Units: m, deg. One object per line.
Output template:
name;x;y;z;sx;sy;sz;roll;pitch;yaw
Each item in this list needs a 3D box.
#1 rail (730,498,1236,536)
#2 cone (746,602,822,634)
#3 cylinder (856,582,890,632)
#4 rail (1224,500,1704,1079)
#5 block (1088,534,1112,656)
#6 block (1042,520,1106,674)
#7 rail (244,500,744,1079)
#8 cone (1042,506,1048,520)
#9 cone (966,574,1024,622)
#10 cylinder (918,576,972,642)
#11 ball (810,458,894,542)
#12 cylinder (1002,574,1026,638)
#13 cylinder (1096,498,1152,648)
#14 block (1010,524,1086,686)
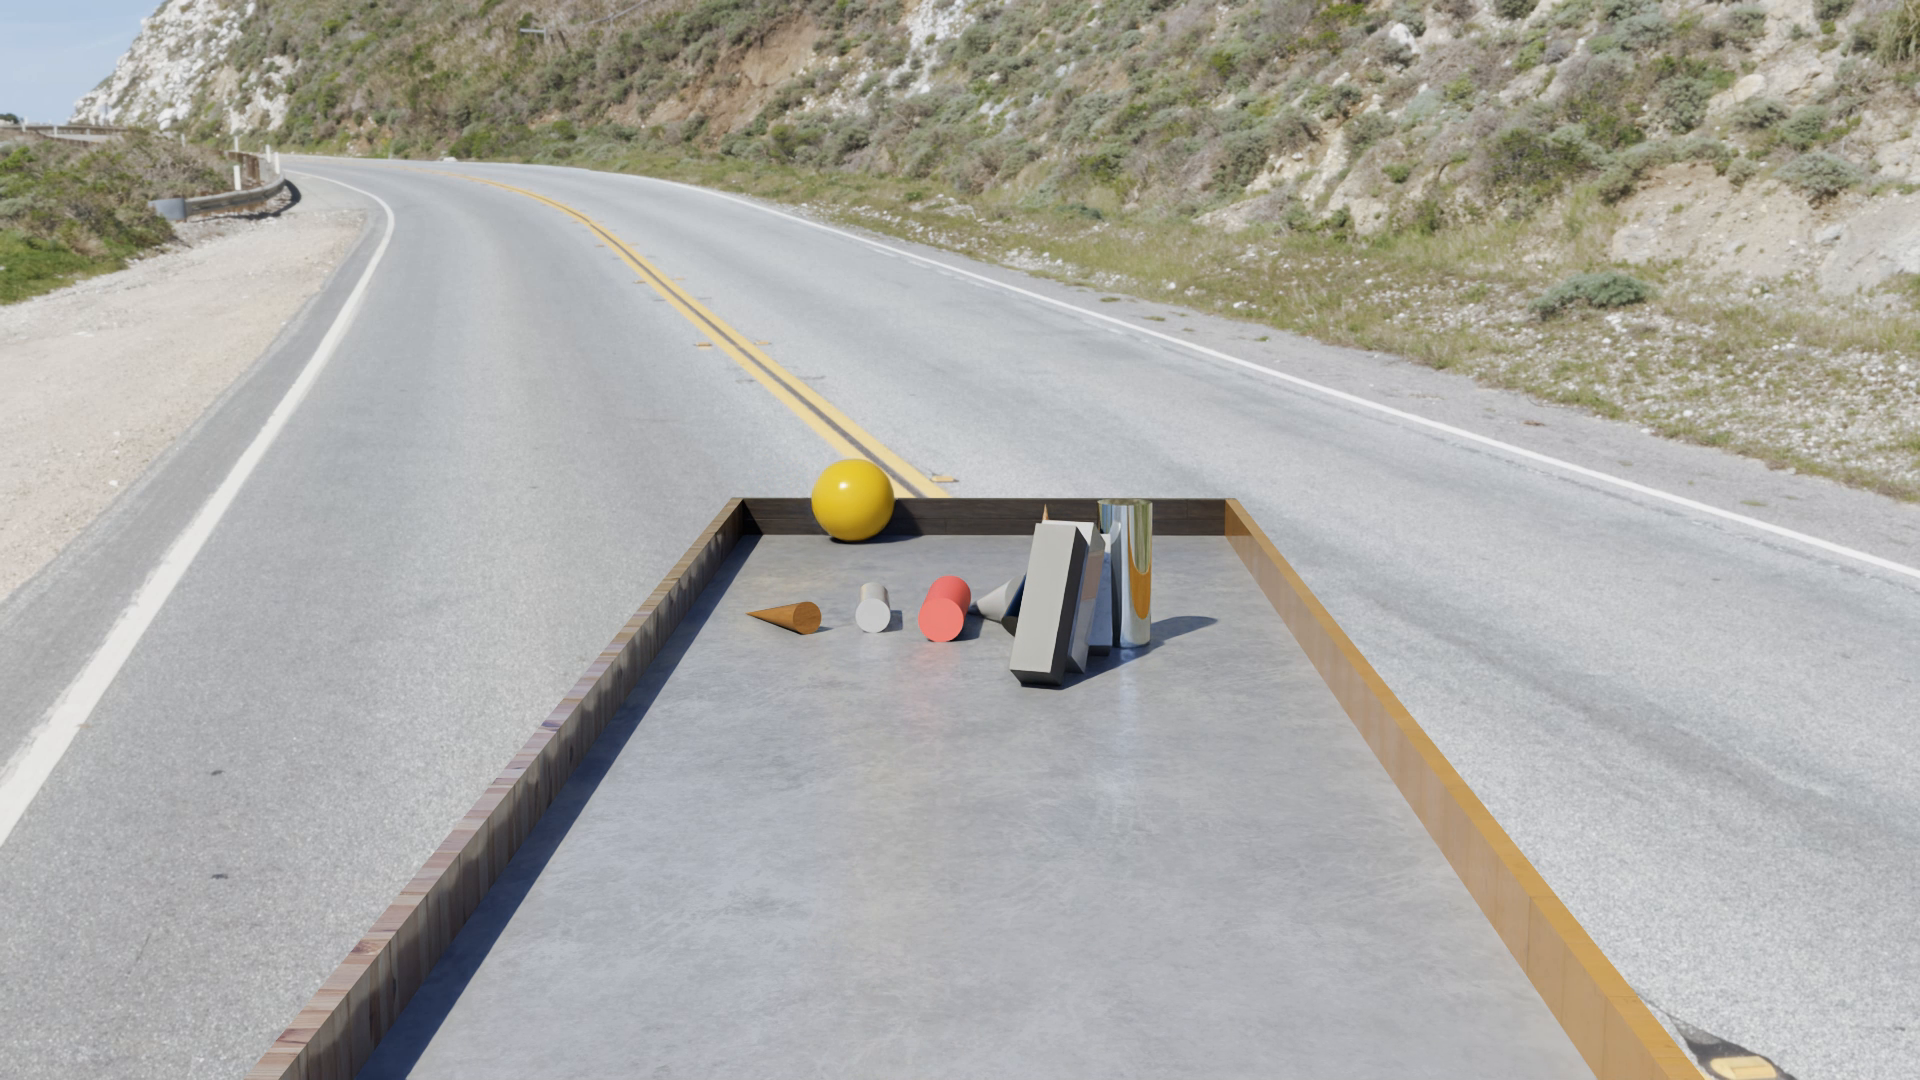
rail;0.099;-0.098;9.147;2.100;0.150;0.050;0;9;1
cone;-0.611;0.250;7.265;0.106;0.106;0.427;-6;4;-34
cylinder;-0.288;0.221;7.256;0.112;0.112;0.306;0;9;-2
rail;1.046;0.843;3.208;0.050;0.150;12.000;0;9;1
block;0.383;0.169;6.730;0.148;0.348;0.148;0;-16;0
block;0.308;0.168;6.539;0.158;0.419;0.158;3;-21;20
rail;-1.004;0.839;3.234;0.050;0.150;12.000;0;9;1
cone;0.277;0.084;7.062;0.161;0.414;0.161;0;-11;0
cone;0.108;0.221;7.333;0.179;0.179;0.364;-7;-3;-37
cylinder;-0.048;0.221;7.157;0.144;0.144;0.406;1;9;4
ball;-0.436;-0.162;8.947;0.340;0.340;0.340;0;9;0
cylinder;0.276;0.157;6.894;0.173;0.321;0.173;24;-24;11
cylinder;0.517;0.103;6.925;0.172;0.448;0.172;0;8;0
block;0.258;0.187;6.386;0.123;0.453;0.123;3;-22;20
